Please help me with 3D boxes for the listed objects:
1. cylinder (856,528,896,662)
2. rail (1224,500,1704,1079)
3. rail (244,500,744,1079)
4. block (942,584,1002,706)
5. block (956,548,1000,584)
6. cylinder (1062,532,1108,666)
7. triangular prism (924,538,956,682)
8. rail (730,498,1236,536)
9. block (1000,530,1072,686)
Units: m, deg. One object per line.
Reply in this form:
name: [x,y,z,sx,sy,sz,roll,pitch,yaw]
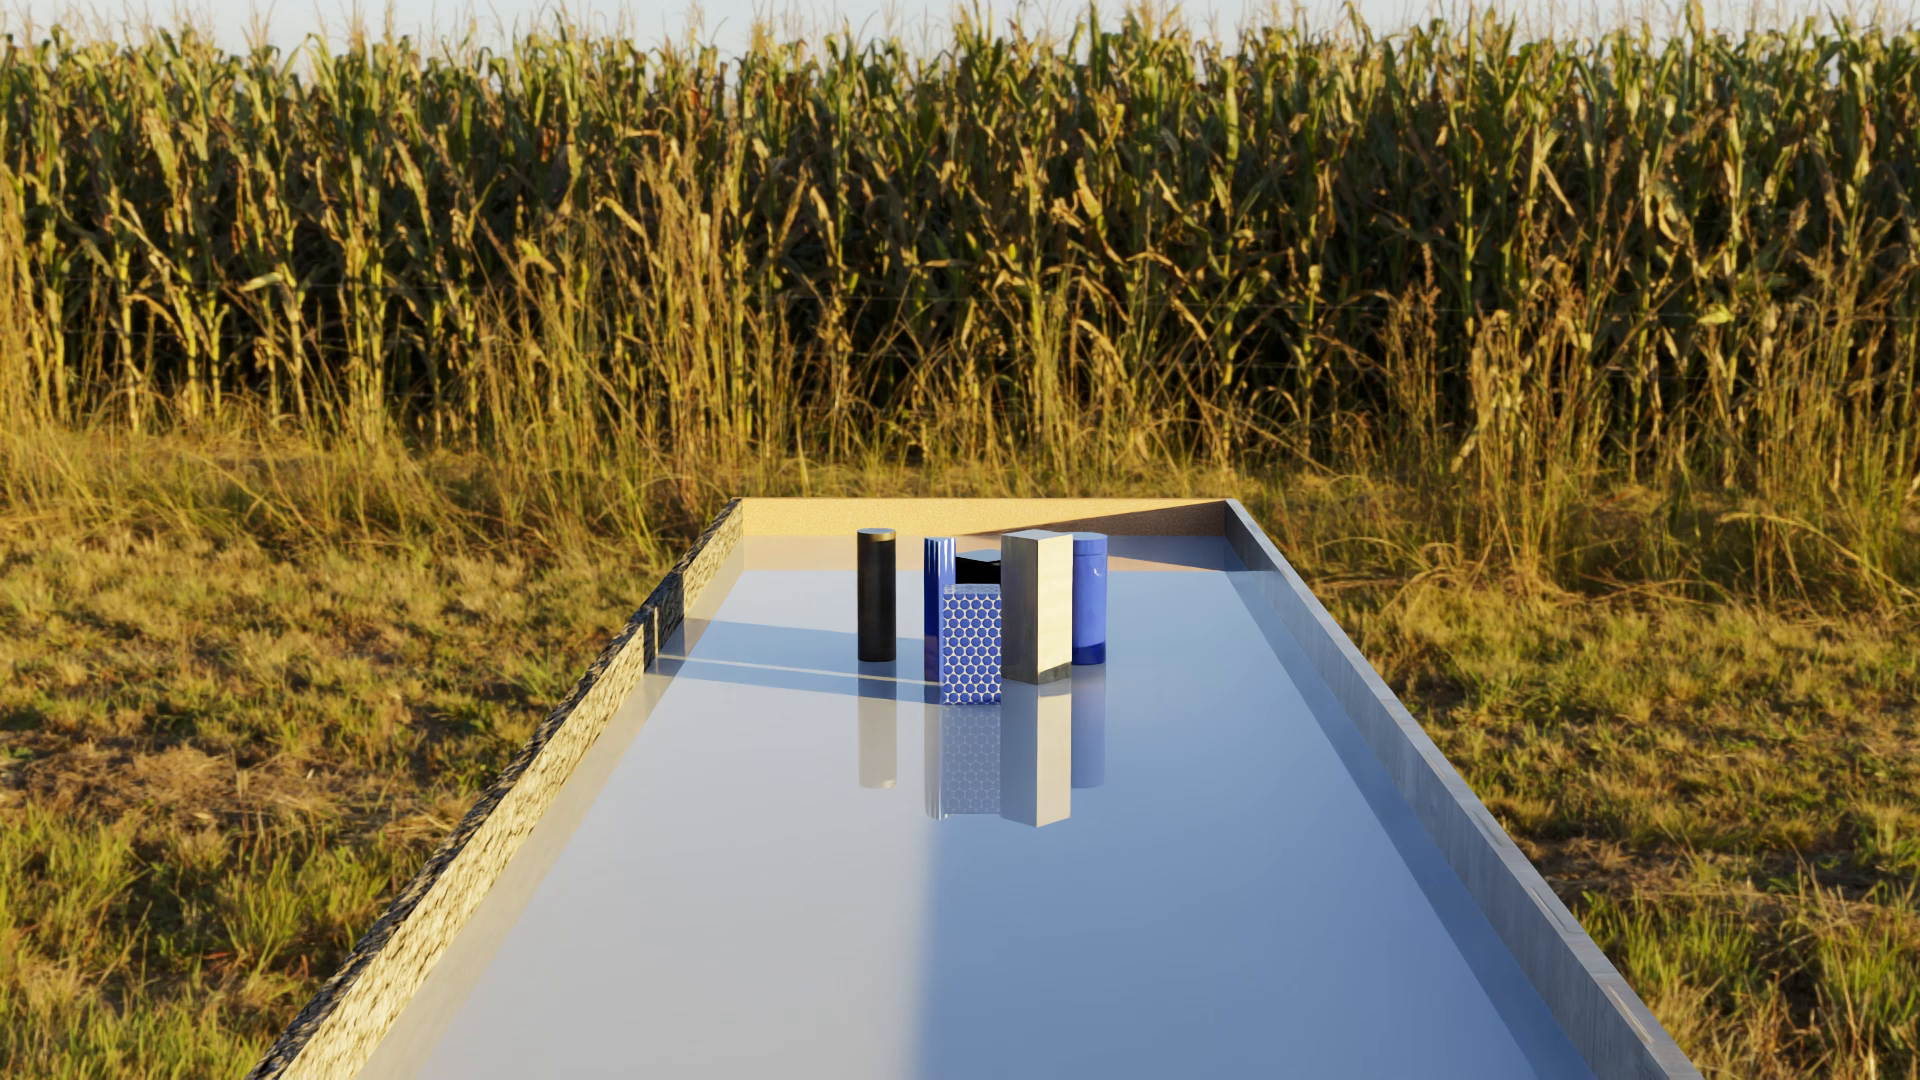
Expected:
cylinder: [-0.254,0.167,6.695,0.119,0.395,0.119,0,9,0]
rail: [1.046,0.843,3.208,0.050,0.150,12.000,0,9,1]
rail: [-1.004,0.839,3.234,0.050,0.150,12.000,0,9,1]
block: [0.033,0.292,6.170,0.160,0.313,0.160,0,9,-1]
block: [0.085,0.207,6.654,0.176,0.328,0.176,-8,12,-42]
cylinder: [0.365,0.176,6.676,0.163,0.382,0.163,0,9,0]
triangular prism: [-0.071,0.200,6.423,0.079,0.414,0.091,6,11,33]
rail: [0.099,-0.098,9.147,2.100,0.150,0.050,0,9,1]
block: [0.223,0.194,6.428,0.147,0.425,0.147,9,12,43]
